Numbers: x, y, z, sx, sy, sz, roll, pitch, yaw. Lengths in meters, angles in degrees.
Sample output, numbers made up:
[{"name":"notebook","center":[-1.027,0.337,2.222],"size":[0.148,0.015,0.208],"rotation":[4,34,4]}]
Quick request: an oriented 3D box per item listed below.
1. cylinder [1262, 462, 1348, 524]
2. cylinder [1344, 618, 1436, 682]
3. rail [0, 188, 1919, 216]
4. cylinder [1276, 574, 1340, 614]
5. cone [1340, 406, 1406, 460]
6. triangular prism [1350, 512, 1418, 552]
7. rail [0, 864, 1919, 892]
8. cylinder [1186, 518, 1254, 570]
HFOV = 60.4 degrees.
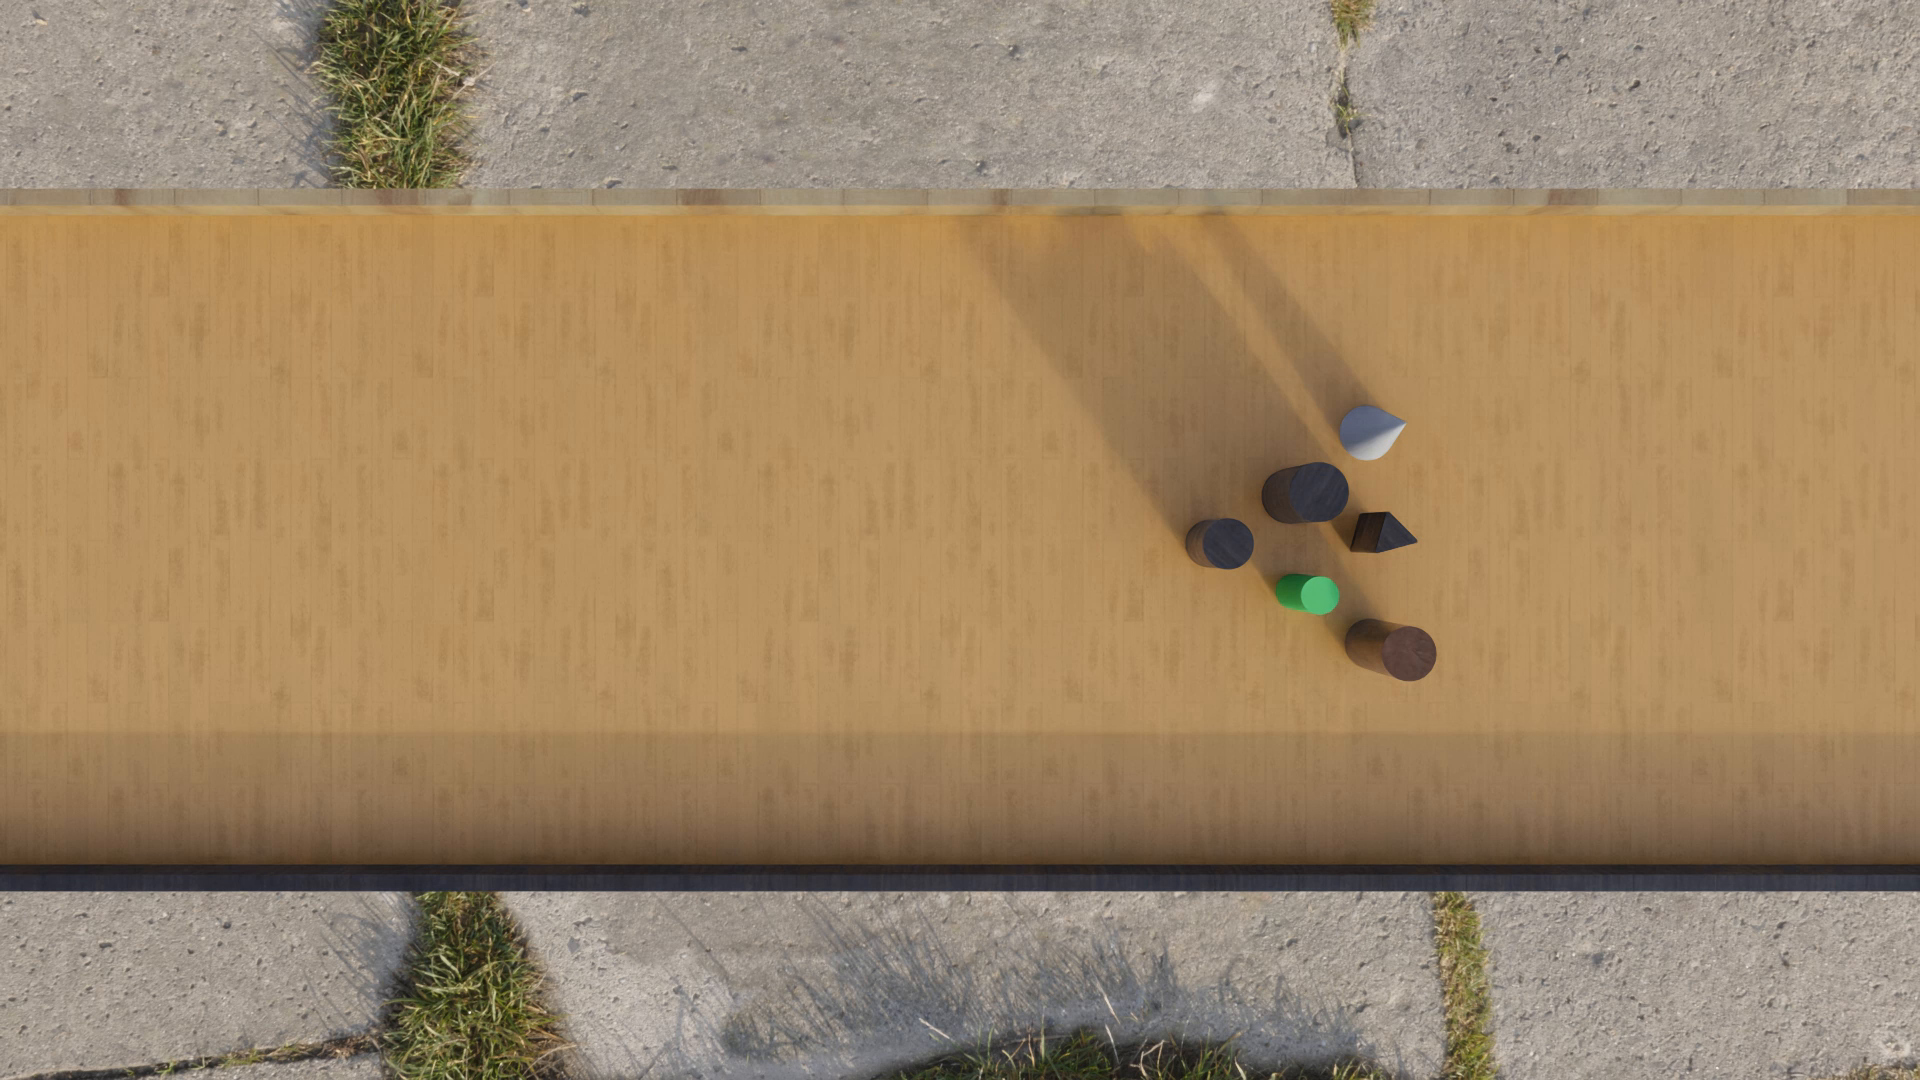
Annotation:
[{"name":"cylinder","center":[1.013,-0.135,4.866],"size":[0.170,0.421,0.170],"rotation":[0,90,0]},{"name":"cylinder","center":[1.262,0.320,4.854],"size":[0.155,0.445,0.155],"rotation":[0,90,0]},{"name":"rail","center":[-2.247,-1.025,5.002],"size":[12.000,0.150,0.050],"rotation":[0,90,0]},{"name":"cylinder","center":[1.027,0.158,4.889],"size":[0.109,0.376,0.109],"rotation":[0,90,0]},{"name":"cone","center":[1.253,-0.330,4.848],"size":[0.170,0.457,0.170],"rotation":[0,90,0]},{"name":"triangular prism","center":[1.247,-0.031,4.917],"size":[0.122,0.320,0.106],"rotation":[-15,90,0]},{"name":"rail","center":[-2.247,1.025,5.001],"size":[12.000,0.150,0.050],"rotation":[0,90,0]},{"name":"cylinder","center":[0.766,0.011,4.892],"size":[0.147,0.368,0.147],"rotation":[0,90,0]}]
